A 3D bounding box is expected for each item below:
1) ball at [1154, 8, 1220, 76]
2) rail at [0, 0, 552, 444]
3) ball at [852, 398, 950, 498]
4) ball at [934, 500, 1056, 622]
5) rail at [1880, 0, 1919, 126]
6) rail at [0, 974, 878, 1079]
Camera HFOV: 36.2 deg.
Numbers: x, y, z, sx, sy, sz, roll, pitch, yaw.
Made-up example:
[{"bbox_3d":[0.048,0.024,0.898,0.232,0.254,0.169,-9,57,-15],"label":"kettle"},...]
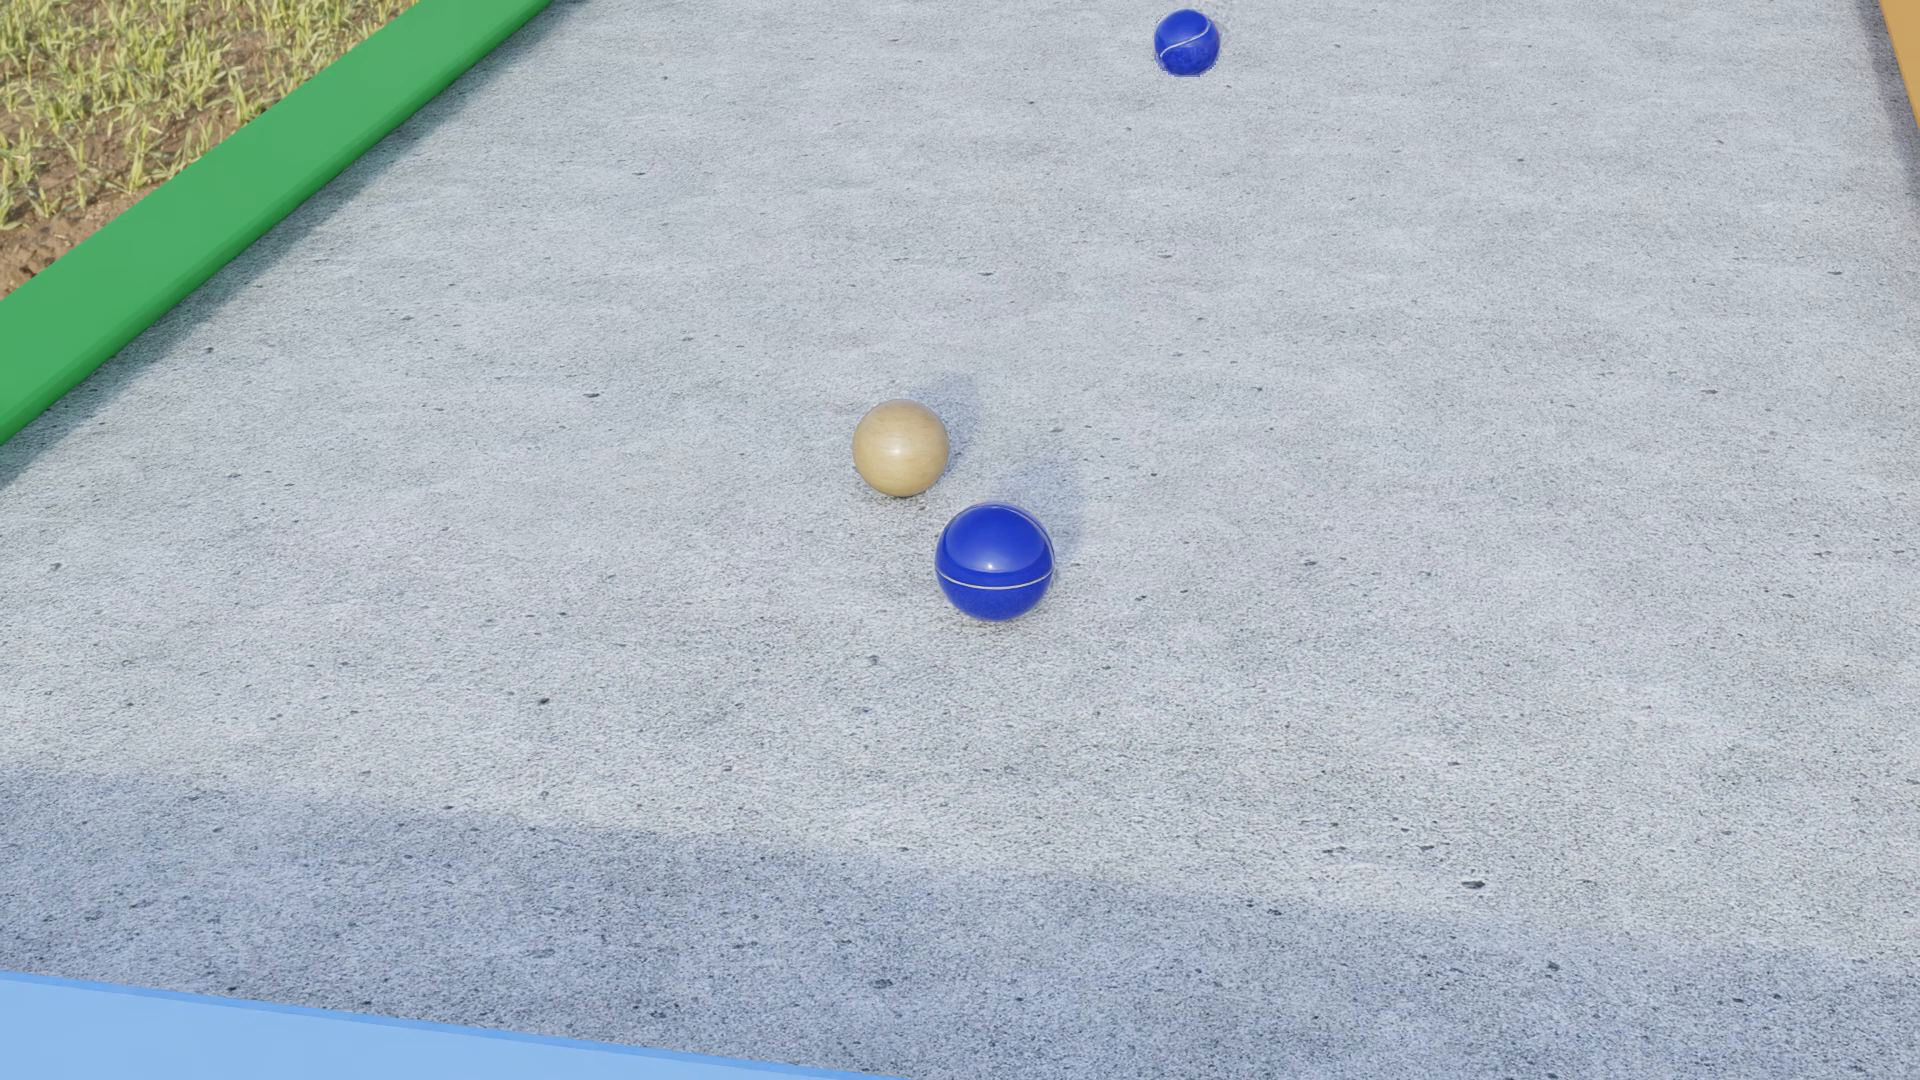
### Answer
[{"bbox_3d":[0.228,-0.501,2.960,0.068,0.068,0.068,0,25,0],"label":"ball"},{"bbox_3d":[-0.559,-0.353,2.609,0.045,0.100,2.680,5,26,10],"label":"rail"},{"bbox_3d":[-0.041,-0.064,2.036,0.068,0.068,0.068,0,25,0],"label":"ball"},{"bbox_3d":[0.022,0.014,1.862,0.077,0.077,0.077,0,25,0],"label":"ball"},{"bbox_3d":[0.822,-0.235,2.358,0.045,0.100,2.680,5,26,10],"label":"rail"},{"bbox_3d":[-0.127,0.258,1.317,1.456,0.100,0.045,5,26,10],"label":"rail"}]
